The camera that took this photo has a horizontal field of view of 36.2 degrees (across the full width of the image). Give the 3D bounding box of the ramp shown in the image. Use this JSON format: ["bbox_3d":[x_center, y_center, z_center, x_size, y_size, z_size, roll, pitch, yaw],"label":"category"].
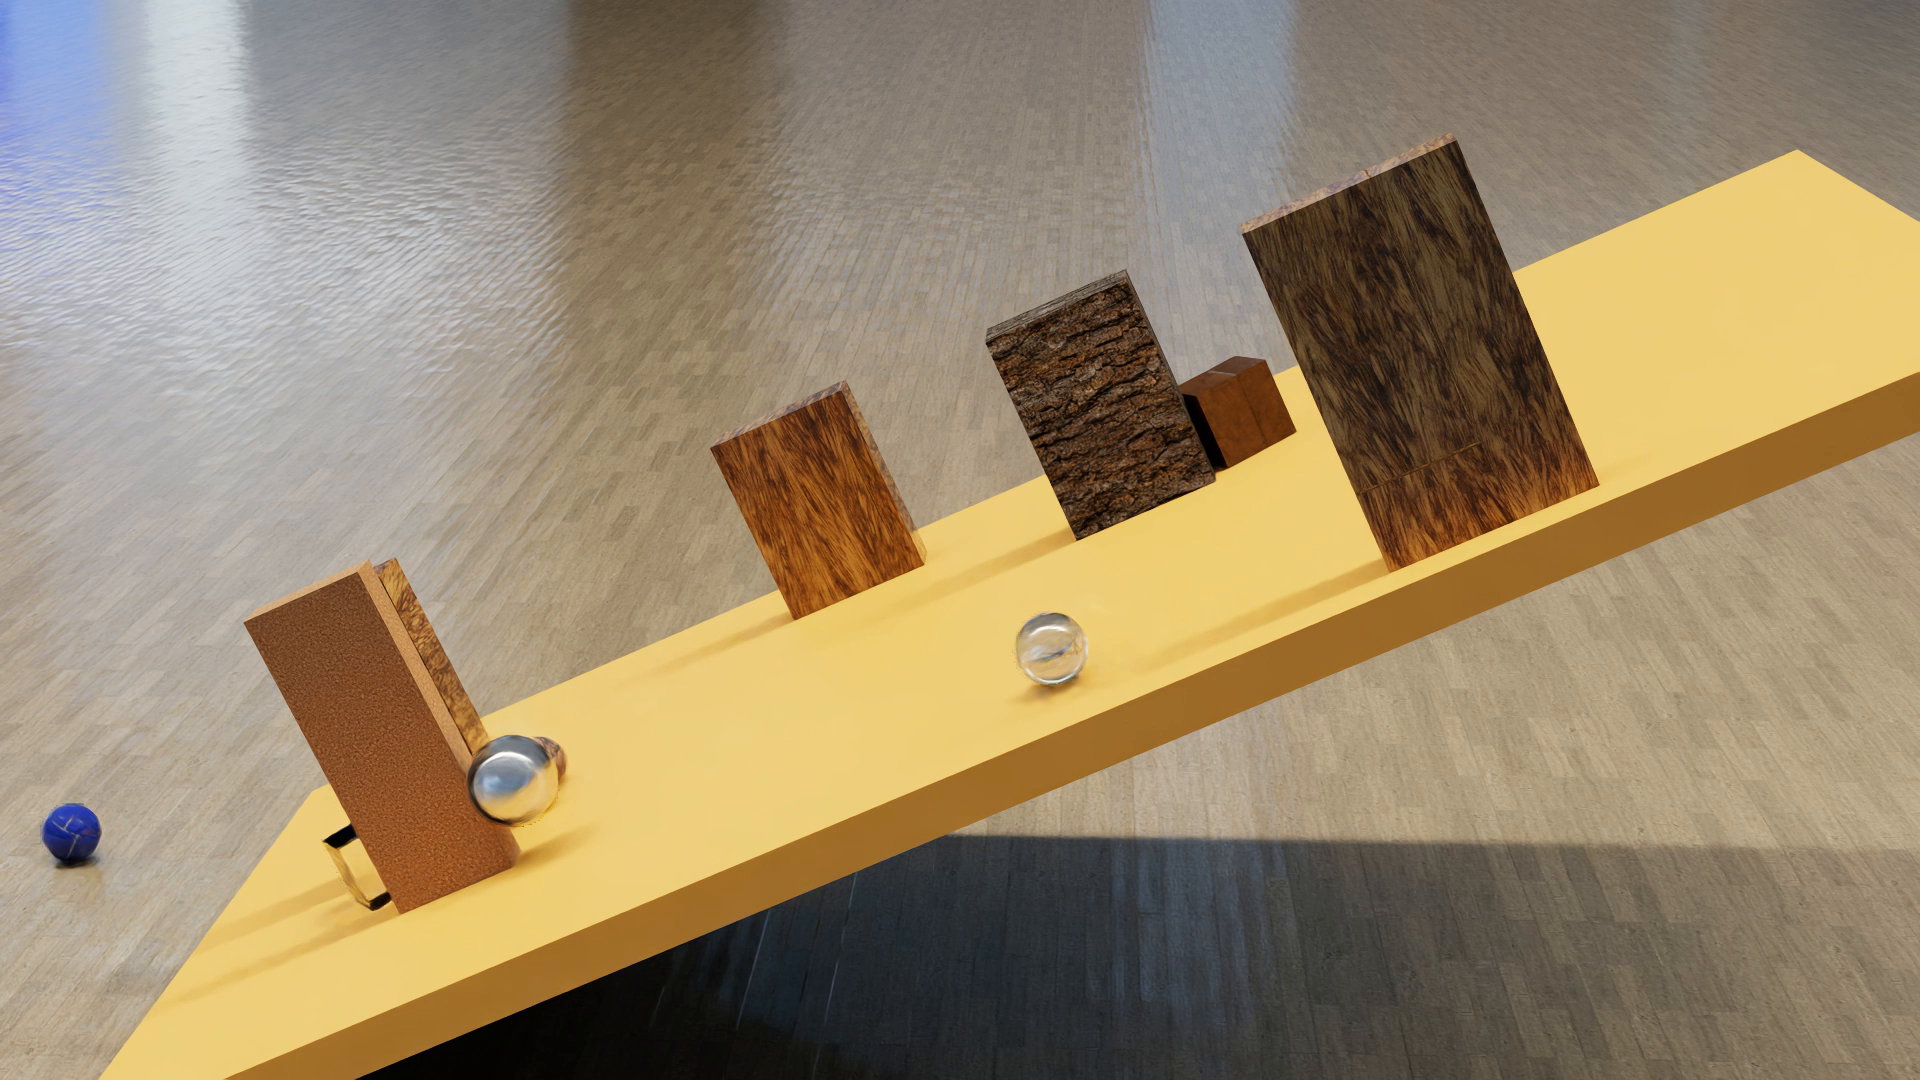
[{"bbox_3d":[0.134,0.169,6.283,4.000,0.100,2.000,-23,13,9],"label":"ramp"}]

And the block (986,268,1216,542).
[{"bbox_3d":[0.311,-0.298,6.478,0.334,0.490,0.149,-23,13,9],"label":"block"}]

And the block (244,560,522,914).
[{"bbox_3d":[-1.178,0.406,6.021,0.263,0.690,0.093,-23,13,9],"label":"block"}]

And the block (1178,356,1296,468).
[{"bbox_3d":[0.608,-0.287,6.577,0.180,0.180,0.180,-28,13,-12],"label":"block"}]

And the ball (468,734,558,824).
[{"bbox_3d":[-0.908,0.486,5.968,0.183,0.183,0.183,0,15,0],"label":"ball"}]

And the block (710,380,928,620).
[{"bbox_3d":[-0.330,-0.093,6.935,0.339,0.459,0.121,-23,13,9],"label":"block"}]

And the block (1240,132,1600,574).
[{"bbox_3d":[0.818,-0.329,5.238,0.403,0.674,0.103,-23,13,9],"label":"block"}]

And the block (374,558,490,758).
[{"bbox_3d":[-1.242,0.387,6.394,0.314,0.611,0.148,-23,13,9],"label":"block"}]

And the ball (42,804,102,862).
[{"bbox_3d":[-2.206,0.727,7.304,0.141,0.141,0.141,0,15,0],"label":"ball"}]

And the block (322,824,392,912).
[{"bbox_3d":[-1.237,0.675,6.265,0.154,0.154,0.154,-32,14,-21],"label":"block"}]

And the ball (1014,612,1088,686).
[{"bbox_3d":[0.173,0.205,5.534,0.139,0.139,0.139,0,15,0],"label":"ball"}]

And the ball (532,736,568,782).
[{"bbox_3d":[-0.927,0.493,6.492,0.119,0.119,0.119,0,15,0],"label":"ball"}]
